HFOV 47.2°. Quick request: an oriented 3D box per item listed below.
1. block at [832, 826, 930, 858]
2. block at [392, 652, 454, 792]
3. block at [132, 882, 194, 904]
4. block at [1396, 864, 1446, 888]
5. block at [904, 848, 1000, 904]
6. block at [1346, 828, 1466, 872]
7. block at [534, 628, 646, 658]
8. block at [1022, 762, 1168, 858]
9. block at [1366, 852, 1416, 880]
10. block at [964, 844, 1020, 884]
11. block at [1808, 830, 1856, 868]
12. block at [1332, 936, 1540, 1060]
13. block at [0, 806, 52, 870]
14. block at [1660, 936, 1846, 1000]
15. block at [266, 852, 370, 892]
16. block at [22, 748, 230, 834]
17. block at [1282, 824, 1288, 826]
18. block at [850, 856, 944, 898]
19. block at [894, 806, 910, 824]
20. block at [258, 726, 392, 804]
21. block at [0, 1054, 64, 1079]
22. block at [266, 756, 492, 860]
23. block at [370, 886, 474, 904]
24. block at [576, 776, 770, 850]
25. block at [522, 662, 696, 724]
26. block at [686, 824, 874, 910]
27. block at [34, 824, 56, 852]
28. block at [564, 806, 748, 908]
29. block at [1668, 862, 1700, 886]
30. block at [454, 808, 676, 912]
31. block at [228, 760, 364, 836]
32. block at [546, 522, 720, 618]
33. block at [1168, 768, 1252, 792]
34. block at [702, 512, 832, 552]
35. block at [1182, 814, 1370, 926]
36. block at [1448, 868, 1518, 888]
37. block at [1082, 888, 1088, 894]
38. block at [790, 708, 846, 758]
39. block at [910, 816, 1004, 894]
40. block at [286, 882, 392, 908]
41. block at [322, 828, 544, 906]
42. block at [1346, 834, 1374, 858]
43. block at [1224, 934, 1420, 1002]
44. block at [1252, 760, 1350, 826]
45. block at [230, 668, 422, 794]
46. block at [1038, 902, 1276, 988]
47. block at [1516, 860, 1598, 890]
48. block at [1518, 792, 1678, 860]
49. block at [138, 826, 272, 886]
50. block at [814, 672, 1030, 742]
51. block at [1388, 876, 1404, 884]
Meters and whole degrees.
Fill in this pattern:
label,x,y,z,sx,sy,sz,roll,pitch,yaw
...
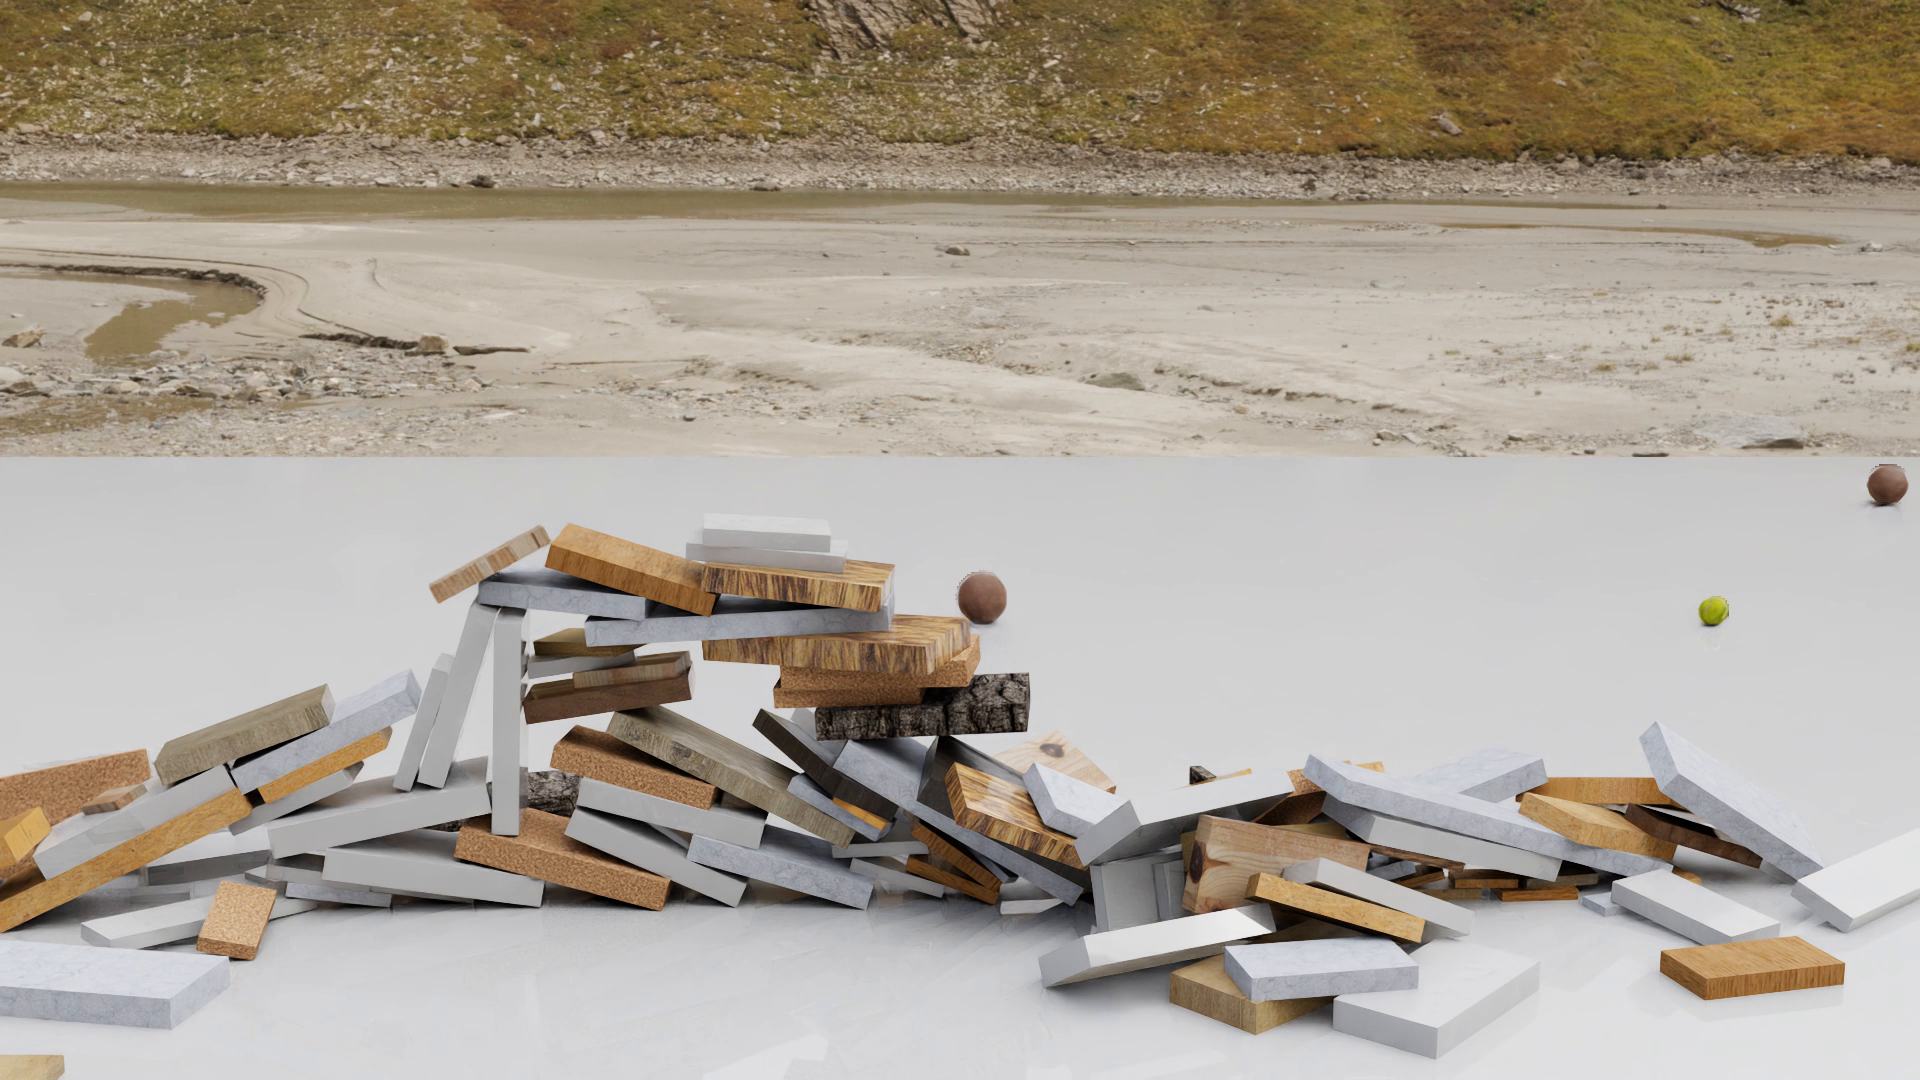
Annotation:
label,x,y,z,sx,sy,sz,roll,pitch,yaw
block,-0.129,0.502,3.655,0.158,0.022,0.079,-3,10,4
block,-0.880,0.299,3.623,0.030,0.211,0.105,19,9,-9
block,-1.324,0.587,3.652,0.092,0.013,0.046,-2,11,-12
block,0.751,0.561,3.659,0.104,0.015,0.052,-16,11,6
block,-0.010,0.553,3.651,0.158,0.022,0.079,22,11,0
block,0.733,0.501,3.626,0.185,0.026,0.092,15,10,-20
block,-0.614,0.170,3.658,0.176,0.025,0.088,-1,13,34
block,0.219,0.443,3.529,0.239,0.034,0.120,25,21,-30
block,0.657,0.552,3.660,0.185,0.026,0.092,-17,10,3
block,0.053,0.530,3.629,0.094,0.013,0.047,41,11,22
block,1.483,0.550,3.801,0.104,0.030,0.209,-3,11,-14
block,0.693,0.657,3.181,0.162,0.046,0.324,9,14,39
block,-1.636,0.533,3.518,0.320,0.045,0.160,-23,11,1
block,1.188,0.641,3.301,0.236,0.033,0.118,-3,11,-15
block,-1.047,0.542,3.603,0.166,0.023,0.083,10,8,-12
block,-1.475,0.463,3.903,0.330,0.165,0.047,-5,-22,-28
block,0.478,0.533,3.656,0.184,0.026,0.092,-26,9,-3
block,-0.101,0.549,3.656,0.158,0.022,0.079,16,11,1
block,0.016,0.457,4.025,0.344,0.049,0.172,-3,11,-16
block,-1.036,0.359,3.598,0.211,0.030,0.105,-25,14,-4
block,-1.254,0.723,2.886,0.087,0.025,0.174,0,11,0
block,-0.949,0.438,3.626,0.349,0.049,0.175,-11,12,-8
block,-0.887,0.567,3.643,0.166,0.023,0.083,9,9,-12
block,-0.470,0.433,3.655,0.305,0.043,0.153,14,11,-1
block,-0.579,0.252,3.646,0.271,0.038,0.135,-8,9,-2
block,-0.291,0.528,3.659,0.305,0.043,0.153,16,11,-1
block,-1.511,0.530,3.671,0.056,0.112,0.016,-11,22,-29
block,-0.496,0.507,3.663,0.305,0.043,0.153,24,10,-3
block,1.199,0.568,3.743,0.058,0.016,0.116,-4,11,-19
block,-0.646,0.521,3.664,0.349,0.049,0.175,15,11,-1
block,-1.090,0.414,3.607,0.211,0.030,0.105,-23,14,4
block,-0.525,0.048,3.583,0.275,0.039,0.138,17,15,-2
block,0.333,0.476,3.806,0.333,0.047,0.166,-21,-3,34
block,-0.315,-0.012,3.573,0.203,0.029,0.102,3,14,-8
block,0.494,0.523,3.428,0.291,0.145,0.041,12,-1,-23
block,0.872,0.564,3.668,0.104,0.015,0.052,0,11,0
block,0.252,0.556,3.665,0.133,0.019,0.067,-18,10,16
block,-0.190,0.356,3.807,0.120,0.034,0.240,28,1,-33
block,-0.004,0.510,3.630,0.171,0.024,0.086,36,10,-7
block,-1.021,0.570,3.616,0.166,0.023,0.083,10,9,-17
block,-0.866,0.533,3.646,0.349,0.049,0.175,9,9,-11
block,0.589,0.540,3.666,0.184,0.026,0.092,-24,10,2
block,0.520,0.617,3.175,0.249,0.035,0.125,-2,11,-11
block,0.525,0.466,3.716,0.153,0.043,0.305,-6,-27,-31
block,-1.040,0.313,3.622,0.304,0.043,0.152,-25,14,-5
block,0.293,0.603,3.274,0.318,0.045,0.159,-5,-19,-26
block,0.993,0.559,3.679,0.128,0.018,0.064,-2,14,-12
block,1.078,0.483,3.707,0.262,0.037,0.131,14,8,-36
block,-1.280,0.545,3.810,0.261,0.037,0.131,-6,12,-28
block,-0.058,0.273,3.622,0.341,0.048,0.171,-3,13,5
block,0.682,0.565,3.661,0.104,0.015,0.052,-16,10,4
